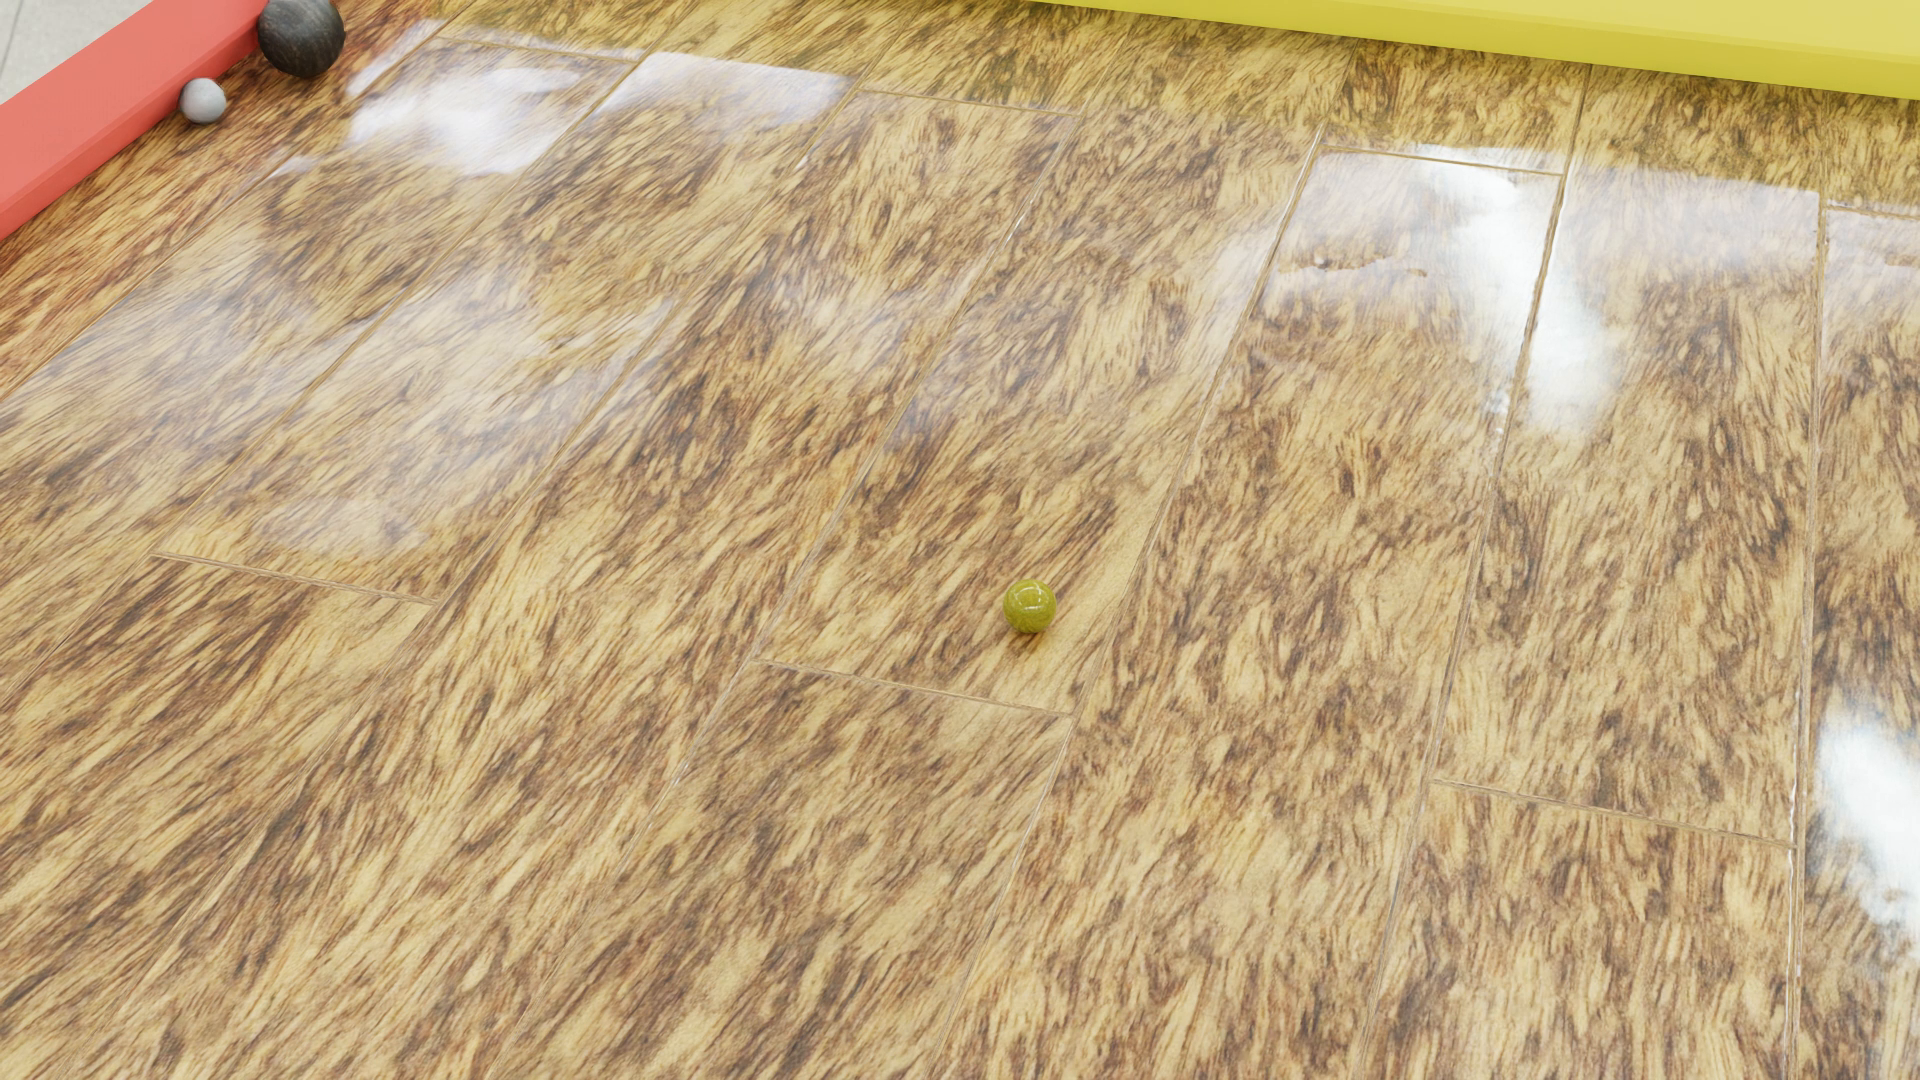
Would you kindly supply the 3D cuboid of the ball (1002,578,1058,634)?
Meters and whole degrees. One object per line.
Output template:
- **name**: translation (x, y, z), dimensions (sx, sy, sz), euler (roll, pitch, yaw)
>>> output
- **ball**: translation (0.052, 0.049, 1.917), dimensions (0.041, 0.041, 0.041), euler (0, 34, 0)

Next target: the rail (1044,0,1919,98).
- **rail**: translation (1.319, -0.457, 2.601), dimensions (4.173, 0.120, 0.045), euler (9, 35, 14)

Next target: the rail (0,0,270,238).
- **rail**: translation (-0.978, -0.183, 2.192), dimensions (0.045, 0.120, 2.295), euler (9, 35, 14)

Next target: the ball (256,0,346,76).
- **ball**: translation (-0.709, -0.545, 2.760), dimensions (0.092, 0.092, 0.092), euler (0, 34, 0)

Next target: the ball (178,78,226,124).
- **ball**: translation (-0.788, -0.457, 2.668), dimensions (0.047, 0.047, 0.047), euler (0, 34, 0)
